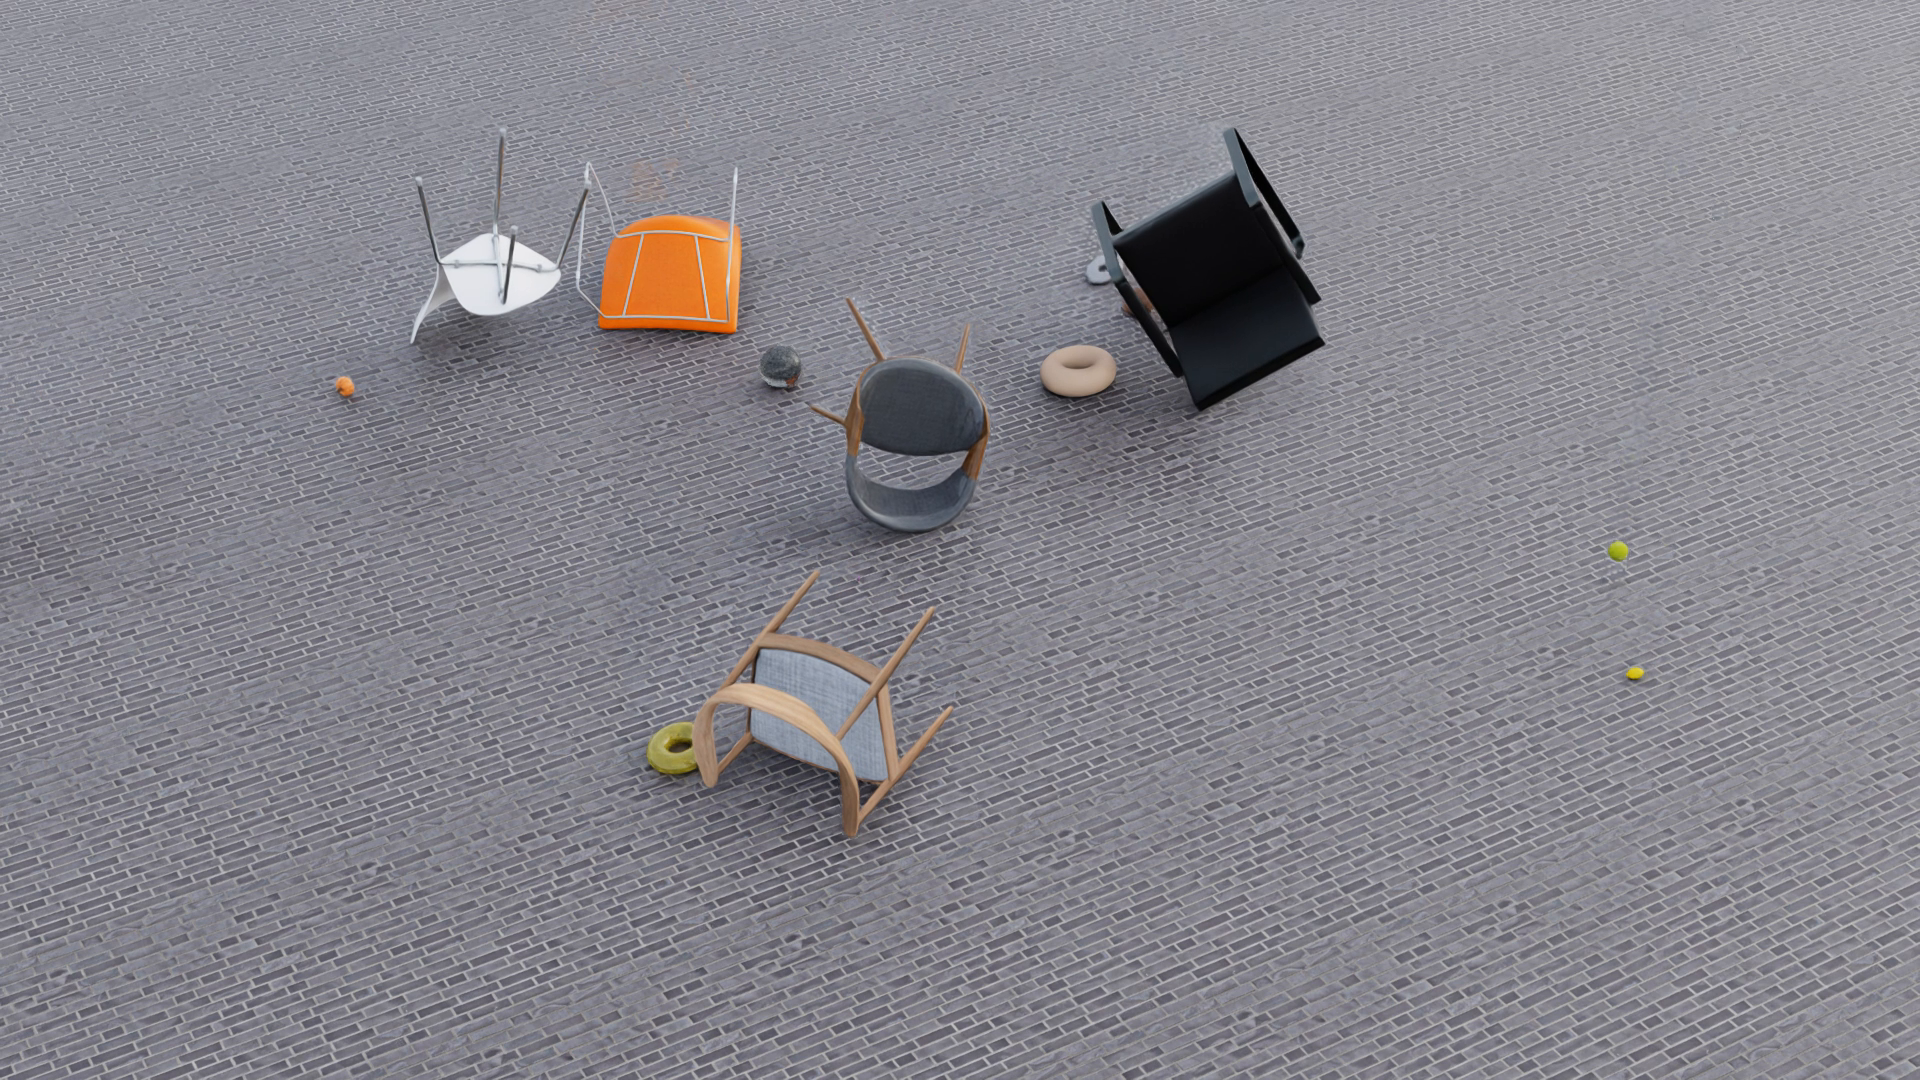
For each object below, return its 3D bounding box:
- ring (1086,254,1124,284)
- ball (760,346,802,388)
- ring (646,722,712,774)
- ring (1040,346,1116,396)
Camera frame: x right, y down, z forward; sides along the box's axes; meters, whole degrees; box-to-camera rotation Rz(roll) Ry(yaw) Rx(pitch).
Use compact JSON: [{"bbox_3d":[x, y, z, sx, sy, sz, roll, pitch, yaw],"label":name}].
[{"bbox_3d":[0.627,-1.175,12.684,0.142,0.048,0.259,16,37,21],"label":"ring"},{"bbox_3d":[-0.725,-0.701,11.854,0.170,0.170,0.170,0,33,0],"label":"ball"},{"bbox_3d":[-0.940,0.697,9.831,0.216,0.062,0.261,9,35,15],"label":"ring"},{"bbox_3d":[0.480,-0.685,11.882,0.333,0.114,0.288,-26,40,-36],"label":"ring"}]
